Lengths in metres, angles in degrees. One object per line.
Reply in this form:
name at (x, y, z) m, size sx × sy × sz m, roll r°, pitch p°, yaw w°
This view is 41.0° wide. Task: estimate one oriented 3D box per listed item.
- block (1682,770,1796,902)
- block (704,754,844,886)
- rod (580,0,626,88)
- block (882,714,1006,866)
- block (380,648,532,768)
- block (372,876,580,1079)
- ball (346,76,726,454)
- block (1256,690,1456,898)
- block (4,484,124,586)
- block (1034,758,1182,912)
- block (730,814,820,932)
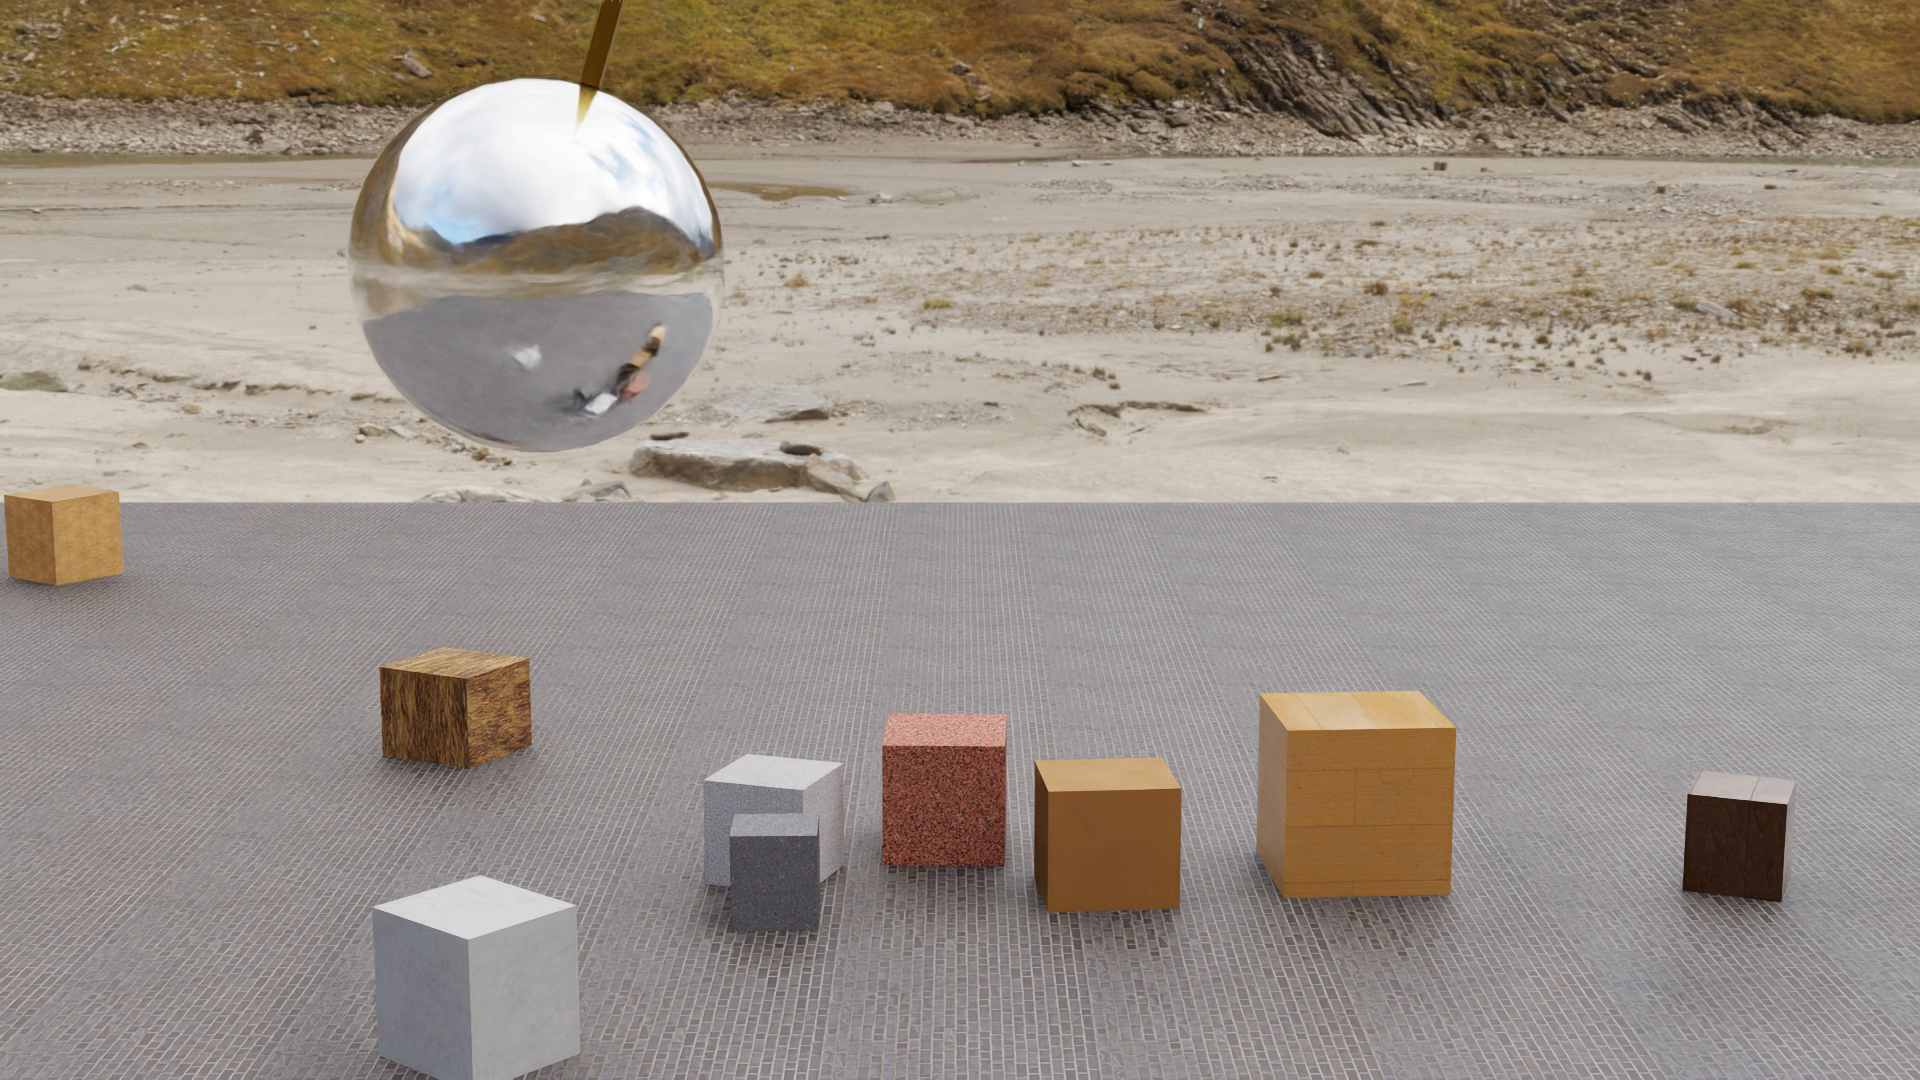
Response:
block at (3.417, 1.292, 11.243) m, size 0.413 × 0.435 × 0.418 m, roll 4°, pitch 11°, yaw 23°
block at (-0.820, 1.253, 11.359) m, size 0.471 × 0.471 × 0.466 m, roll 4°, pitch 11°, yaw 19°
rod at (-0.780, -4.362, 10.387) m, size 0.080 × 5.200 × 0.080 m, roll 17°, pitch 10°, yaw -3°
block at (-0.064, 1.138, 11.756) m, size 0.547 × 0.555 × 0.580 m, roll 0°, pitch 10°, yaw 2°
block at (-2.639, 0.873, 13.445) m, size 0.564 × 0.473 × 0.527 m, roll 5°, pitch 12°, yaw 27°
block at (-1.742, 1.590, 9.255) m, size 0.541 × 0.561 × 0.490 m, roll 9°, pitch 13°, yaw 40°
ball at (-1.801, -1.171, 10.967) m, size 1.600 × 1.600 × 1.600 m, roll 0°, pitch 10°, yaw 0°
block at (1.739, 1.115, 11.351) m, size 0.729 × 0.745 × 0.667 m, roll -1°, pitch 10°, yaw -4°
block at (-6.340, -0.042, 18.155) m, size 0.542 × 0.588 × 0.557 m, roll 7°, pitch 13°, yaw 34°
block at (0.632, 1.270, 11.104) m, size 0.566 × 0.529 × 0.502 m, roll -1°, pitch 10°, yaw -5°
block at (-0.774, 1.392, 10.767) m, size 0.360 × 0.409 × 0.324 m, roll 0°, pitch 10°, yaw -1°
